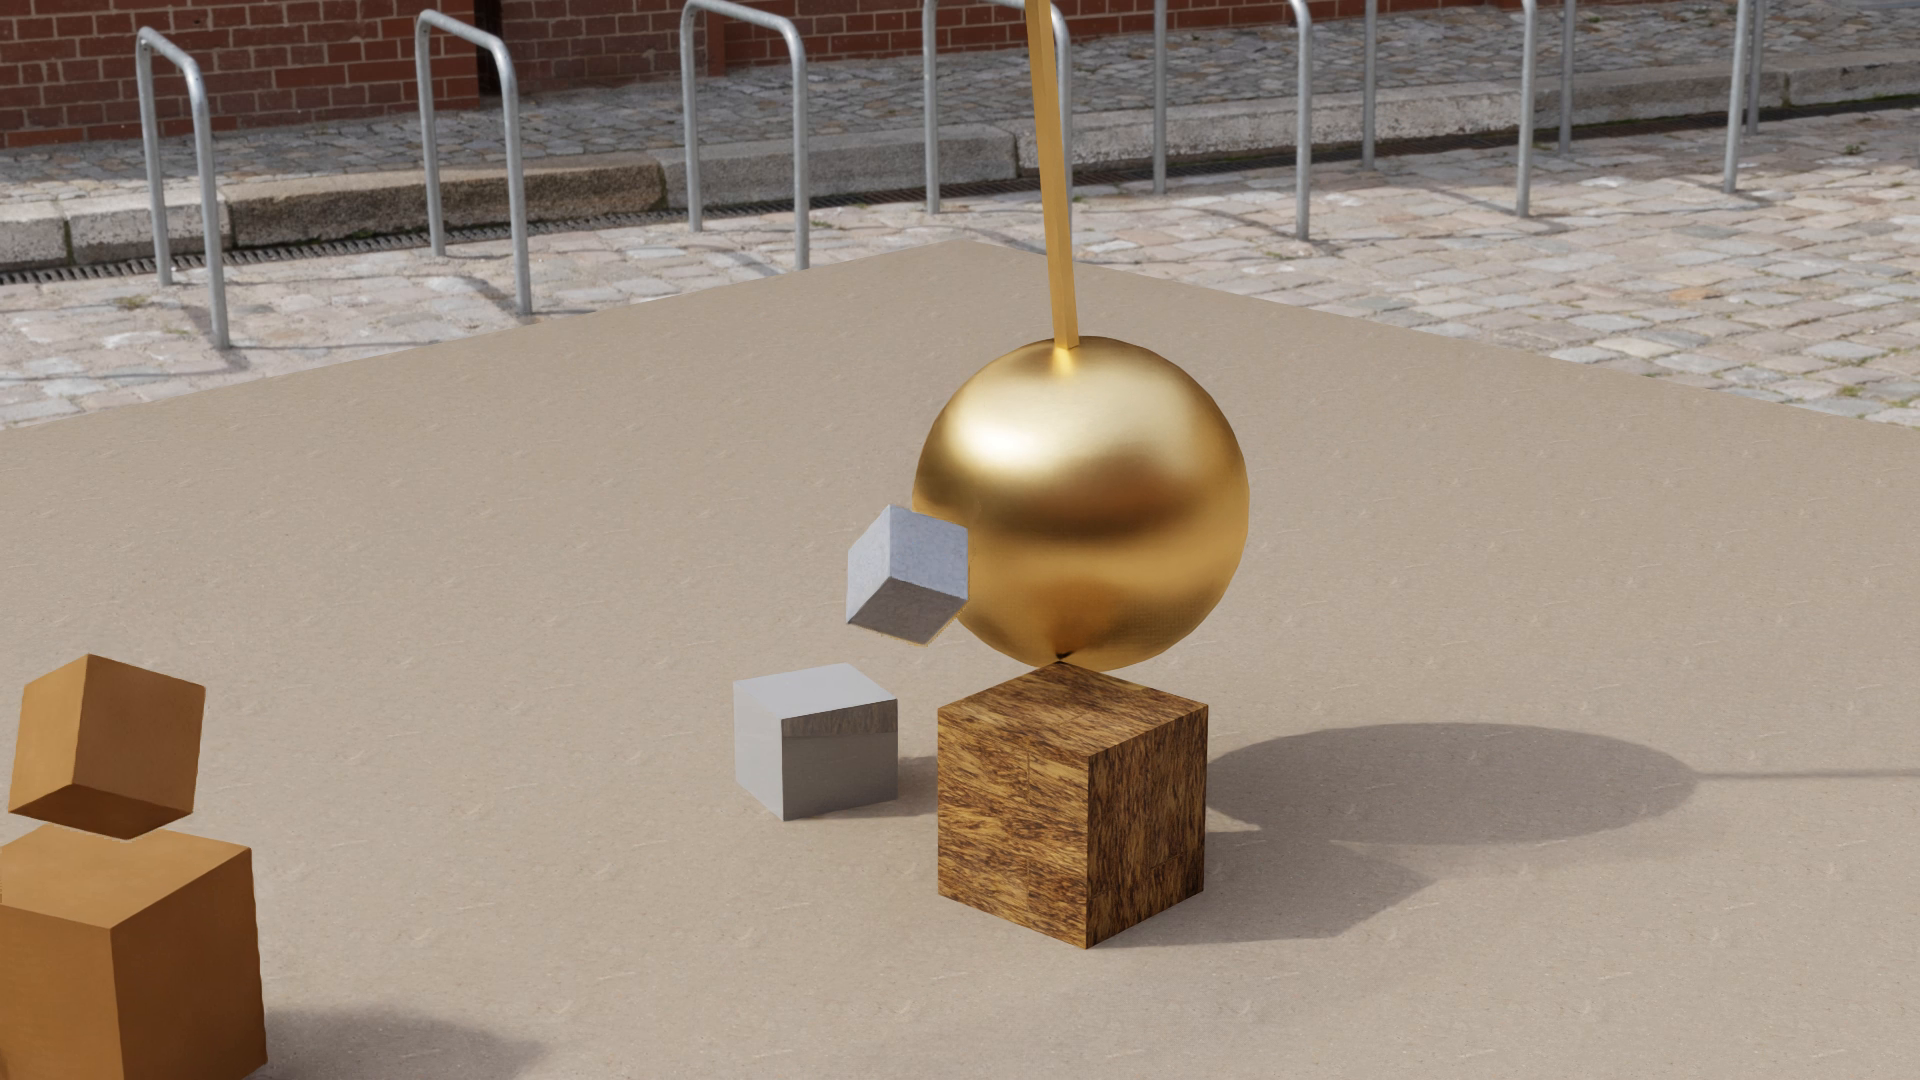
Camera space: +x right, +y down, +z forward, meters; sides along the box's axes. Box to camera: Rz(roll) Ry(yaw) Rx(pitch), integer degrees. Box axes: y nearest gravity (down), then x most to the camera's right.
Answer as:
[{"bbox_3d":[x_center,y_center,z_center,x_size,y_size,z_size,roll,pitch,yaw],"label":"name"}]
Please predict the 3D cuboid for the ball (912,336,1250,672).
[{"bbox_3d":[0.573,-0.168,13.889,1.600,1.600,1.600,0,17,0],"label":"ball"}]

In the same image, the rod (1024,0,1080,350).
[{"bbox_3d":[0.248,-3.284,12.570,0.080,5.200,0.080,17,32,42],"label":"rod"}]

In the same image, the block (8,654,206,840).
[{"bbox_3d":[-3.041,0.745,10.464,0.444,0.479,0.474,-22,-32,40],"label":"block"}]

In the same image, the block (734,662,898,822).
[{"bbox_3d":[-0.707,0.980,14.353,0.613,0.524,0.582,-9,19,-26],"label":"block"}]

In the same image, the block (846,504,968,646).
[{"bbox_3d":[-0.233,0.156,12.916,0.386,0.409,0.386,17,51,-23],"label":"block"}]

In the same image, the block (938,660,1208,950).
[{"bbox_3d":[0.502,1.167,13.135,0.866,0.898,0.836,15,23,40],"label":"block"}]

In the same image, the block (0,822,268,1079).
[{"bbox_3d":[-3.339,1.698,11.391,0.883,0.931,0.824,8,19,23],"label":"block"}]
